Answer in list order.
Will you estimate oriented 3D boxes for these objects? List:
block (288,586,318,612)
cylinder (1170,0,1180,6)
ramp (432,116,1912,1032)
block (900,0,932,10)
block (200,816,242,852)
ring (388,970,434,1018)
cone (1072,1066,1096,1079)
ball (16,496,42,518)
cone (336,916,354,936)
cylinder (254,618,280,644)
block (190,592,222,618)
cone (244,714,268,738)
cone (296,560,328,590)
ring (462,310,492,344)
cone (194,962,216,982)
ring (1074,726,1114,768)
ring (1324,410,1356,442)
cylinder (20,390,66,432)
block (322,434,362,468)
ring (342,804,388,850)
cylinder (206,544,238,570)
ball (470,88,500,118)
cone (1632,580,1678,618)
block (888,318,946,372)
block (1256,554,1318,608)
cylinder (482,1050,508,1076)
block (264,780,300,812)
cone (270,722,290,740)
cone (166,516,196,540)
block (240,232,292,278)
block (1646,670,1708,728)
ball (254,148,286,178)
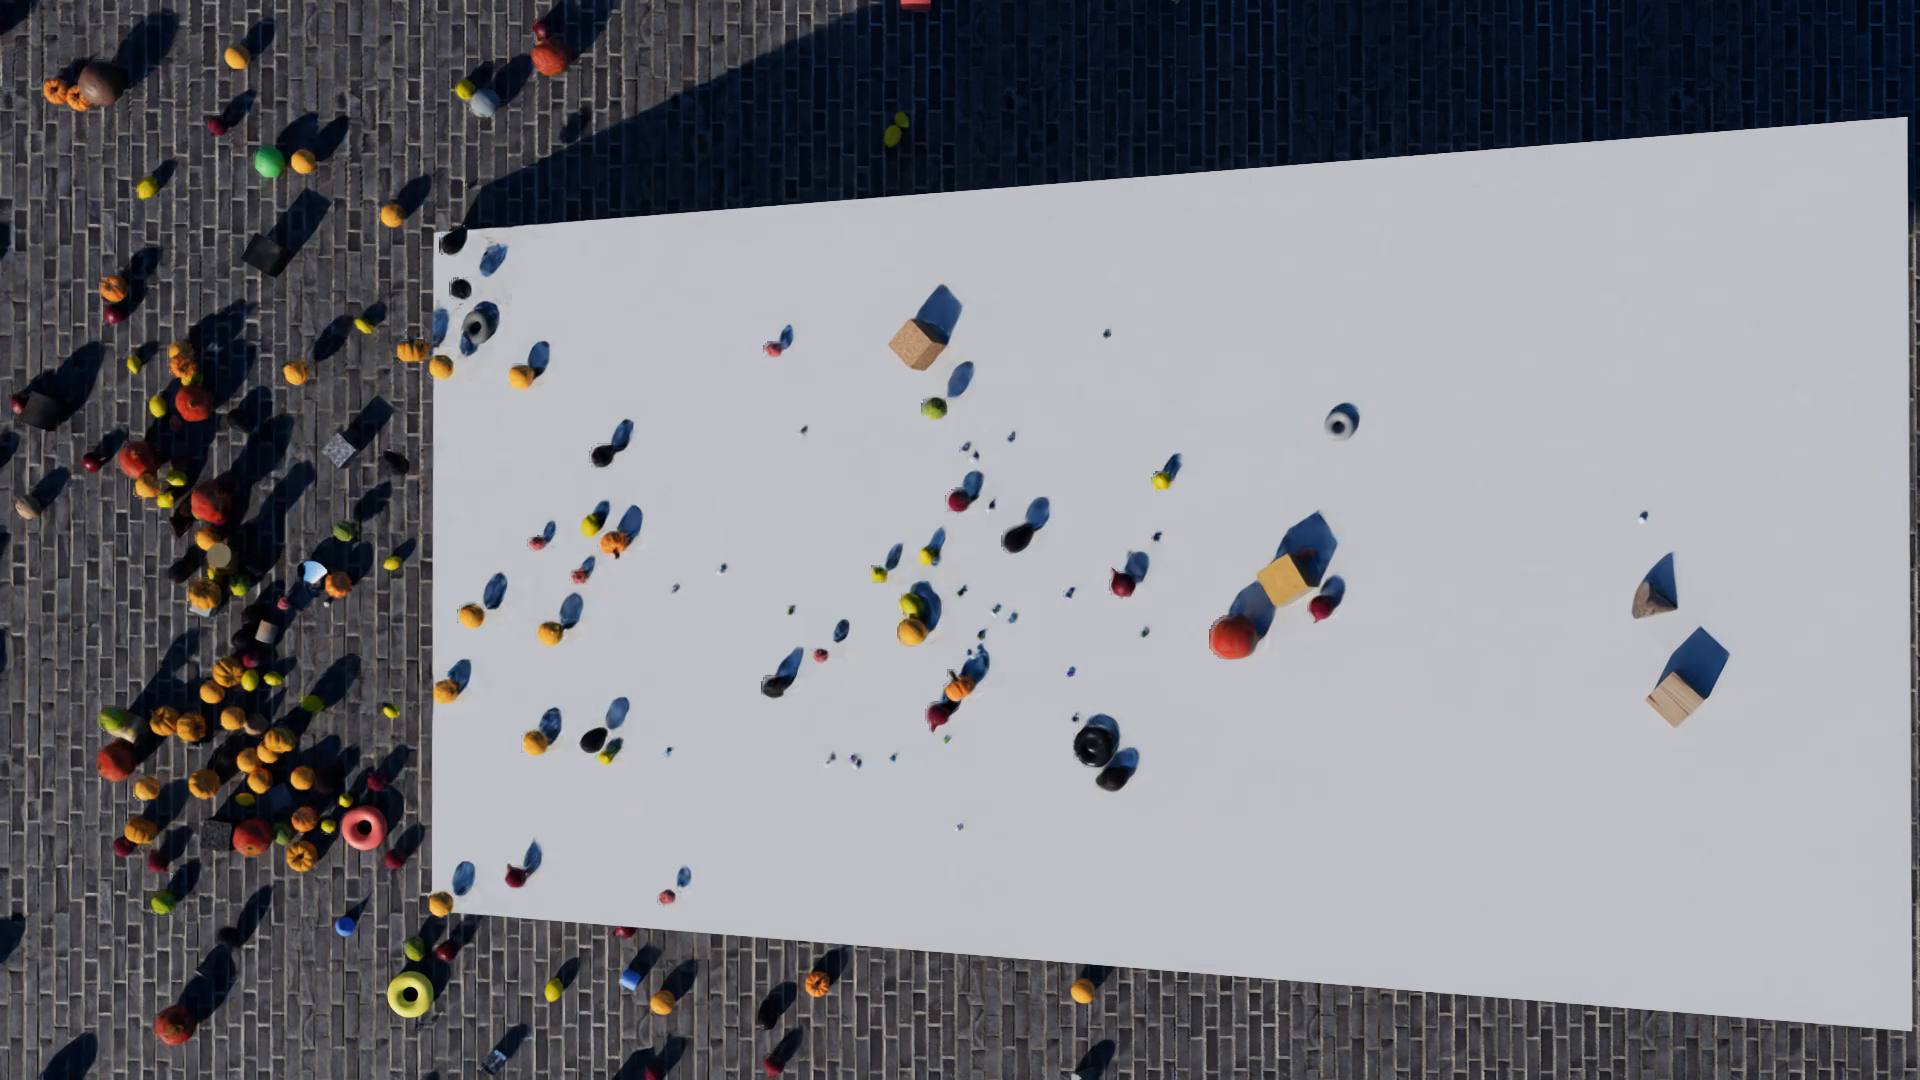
[{"bbox_3d":[-1.958,0.175,6.549,0.053,0.053,0.053,41,89,0],"label":"block"},{"bbox_3d":[0.640,-1.636,6.569,0.055,0.055,0.055,32,89,0],"label":"cylinder"},{"bbox_3d":[0.282,0.082,5.694,4.000,0.100,2.000,0,89,25],"label":"ramp"},{"bbox_3d":[-0.129,-1.634,6.553,0.088,0.088,0.088,3,89,0],"label":"block"},{"bbox_3d":[-2.193,0.873,6.525,0.085,0.085,0.085,8,89,0],"label":"block"},{"bbox_3d":[-1.633,1.351,6.540,0.137,0.046,0.137,0,88,0],"label":"ring"},{"bbox_3d":[0.383,1.590,6.543,0.074,0.074,0.074,47,63,0],"label":"cone"},{"bbox_3d":[-2.772,-0.098,6.545,0.069,0.069,0.069,0,89,0],"label":"ball"},{"bbox_3d":[-1.836,1.153,6.536,0.057,0.057,0.057,0,89,0],"label":"cone"},{"bbox_3d":[-2.063,0.273,6.546,0.058,0.058,0.058,22,89,0],"label":"cylinder"},{"bbox_3d":[-2.245,0.192,6.546,0.059,0.059,0.059,22,89,0],"label":"block"},{"bbox_3d":[-2.104,0.555,6.534,0.074,0.074,0.074,0,89,0],"label":"cone"},{"bbox_3d":[-1.931,0.125,6.512,0.095,0.095,0.095,0,117,-1],"label":"cone"},{"bbox_3d":[-1.405,-0.621,6.406,0.104,0.035,0.104,-2,86,28],"label":"ring"},{"bbox_3d":[-2.238,1.274,6.550,0.059,0.059,0.059,42,56,0],"label":"cone"},{"bbox_3d":[0.341,0.525,5.587,0.109,0.036,0.109,0,90,24],"label":"ring"},{"bbox_3d":[0.921,-0.277,5.334,0.077,0.026,0.077,-1,88,25],"label":"ring"},{"bbox_3d":[-2.723,-0.384,6.532,0.099,0.099,0.099,21,89,0],"label":"cylinder"},{"bbox_3d":[-1.839,-0.265,6.544,0.073,0.073,0.073,43,90,0],"label":"block"},{"bbox_3d":[-1.772,0.856,6.546,0.135,0.045,0.135,0,91,1],"label":"ring"},{"bbox_3d":[-2.168,0.048,6.459,0.072,0.072,0.072,0,86,-4],"label":"cylinder"},{"bbox_3d":[-1.413,-1.301,6.549,0.088,0.088,0.088,0,89,0],"label":"ball"},{"bbox_3d":[1.594,0.146,5.010,0.091,0.091,0.091,14,89,-3],"label":"cone"},{"bbox_3d":[-0.112,-0.512,5.777,0.092,0.092,0.092,47,107,18],"label":"block"},{"bbox_3d":[0.795,0.098,5.350,0.095,0.095,0.095,-35,76,20],"label":"block"},{"bbox_3d":[-1.383,1.551,6.533,0.054,0.054,0.054,40,90,0],"label":"cylinder"},{"bbox_3d":[-2.016,0.761,6.536,0.067,0.067,0.067,-25,89,0],"label":"block"},{"bbox_3d":[-2.029,0.574,6.534,0.054,0.054,0.054,6,103,29],"label":"cone"},{"bbox_3d":[-2.313,-0.050,6.561,0.080,0.080,0.080,-25,89,-27],"label":"cone"},{"bbox_3d":[-2.064,-0.847,6.542,0.091,0.091,0.091,30,89,0],"label":"block"},{"bbox_3d":[1.619,0.359,4.969,0.090,0.090,0.090,46,107,18],"label":"block"},{"bbox_3d":[-2.054,-1.124,6.547,0.089,0.089,0.089,0,89,0],"label":"ball"}]
